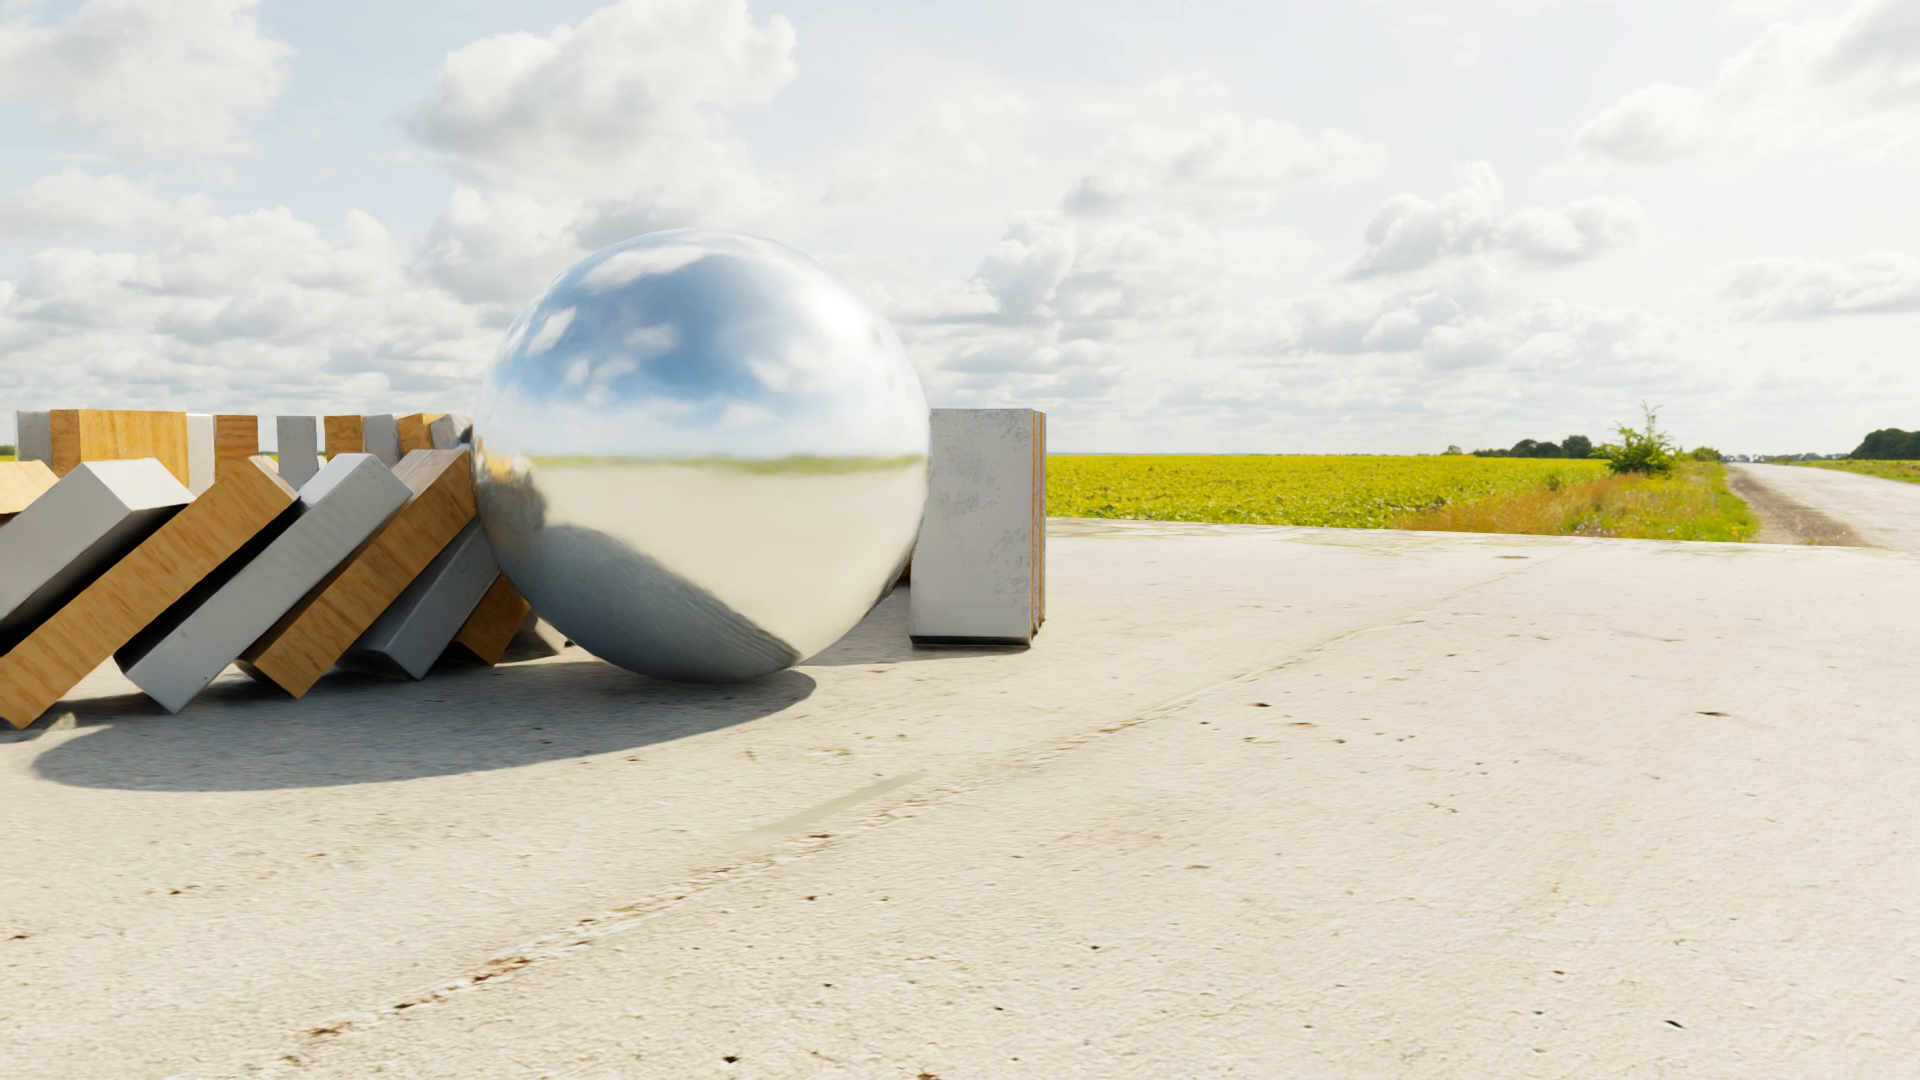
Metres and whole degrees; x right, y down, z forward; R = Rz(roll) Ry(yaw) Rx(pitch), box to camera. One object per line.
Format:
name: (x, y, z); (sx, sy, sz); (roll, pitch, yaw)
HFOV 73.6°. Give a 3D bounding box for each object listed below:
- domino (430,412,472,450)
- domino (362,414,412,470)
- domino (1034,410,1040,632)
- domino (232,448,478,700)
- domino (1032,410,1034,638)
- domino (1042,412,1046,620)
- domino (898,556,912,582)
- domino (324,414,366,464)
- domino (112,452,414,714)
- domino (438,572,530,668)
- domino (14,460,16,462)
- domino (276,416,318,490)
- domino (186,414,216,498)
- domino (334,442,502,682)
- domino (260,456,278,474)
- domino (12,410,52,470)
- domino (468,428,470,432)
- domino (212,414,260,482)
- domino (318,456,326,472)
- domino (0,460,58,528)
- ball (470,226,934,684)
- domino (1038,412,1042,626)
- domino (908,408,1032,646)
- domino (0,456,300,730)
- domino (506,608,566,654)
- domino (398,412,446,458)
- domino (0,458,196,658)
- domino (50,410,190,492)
domino: (-0.127, -0.009, 0.351); (0.010, 0.050, 0.025); (-16, -5, 33)
domino: (-0.153, -0.010, 0.361); (0.009, 0.050, 0.025); (-4, 3, 14)
domino: (0.006, -0.005, 0.294); (0.025, 0.050, 0.010); (0, -17, 4)
domino: (-0.108, 0.004, 0.231); (0.025, 0.010, 0.050); (4, 50, 46)
domino: (0.004, -0.004, 0.284); (0.025, 0.050, 0.010); (0, -17, 4)
domino: (0.008, -0.006, 0.314); (0.025, 0.050, 0.010); (0, -17, 4)
domino: (-0.017, -0.007, 0.401); (0.025, 0.010, 0.050); (2, 40, -29)
domino: (-0.168, -0.010, 0.361); (0.010, 0.050, 0.025); (-3, 5, -10)
domino: (-0.119, 0.006, 0.219); (0.025, 0.010, 0.050); (6, 50, 53)
domino: (-0.092, 0.001, 0.260); (0.025, 0.050, 0.010); (3, -35, 33)
domino: (-0.282, -0.008, 0.416); (0.025, 0.010, 0.050); (4, -33, 49)
domino: (-0.183, -0.009, 0.355); (0.010, 0.050, 0.025); (-2, 5, -28)
domino: (-0.206, -0.007, 0.333); (0.025, 0.050, 0.010); (2, 5, 19)
domino: (-0.099, 0.003, 0.246); (0.025, 0.050, 0.010); (3, -38, 33)
domino: (-0.228, -0.011, 0.453); (0.050, 0.009, 0.025); (39, -8, -16)
domino: (-0.205, -0.005, 0.301); (0.025, 0.050, 0.009); (-4, 6, -41)
domino: (-0.114, -0.008, 0.343); (0.025, 0.050, 0.009); (-4, -15, -40)
domino: (-0.197, -0.008, 0.346); (0.010, 0.050, 0.025); (-4, 6, -40)
domino: (-0.213, -0.011, 0.459); (0.050, 0.009, 0.025); (38, -5, -13)
domino: (-0.161, 0.008, 0.192); (0.050, 0.010, 0.025); (-40, 5, 1)
ball: (-0.045, -0.015, 0.229); (0.080, 0.080, 0.080); (0, 4, 0)
domino: (0.007, -0.005, 0.304); (0.025, 0.050, 0.009); (0, -17, 4)
domino: (0.003, -0.003, 0.274); (0.025, 0.050, 0.009); (0, -17, 4)
domino: (-0.131, 0.007, 0.207); (0.050, 0.010, 0.025); (-46, 21, -16)
domino: (-0.088, 0.000, 0.273); (0.025, 0.050, 0.010); (2, -34, 23)
domino: (-0.139, -0.010, 0.357); (0.009, 0.050, 0.025); (-10, 0, 25)
domino: (-0.145, 0.008, 0.197); (0.050, 0.009, 0.025); (-42, 11, -5)
domino: (-0.190, -0.004, 0.293); (0.009, 0.050, 0.025); (2, 5, 22)
